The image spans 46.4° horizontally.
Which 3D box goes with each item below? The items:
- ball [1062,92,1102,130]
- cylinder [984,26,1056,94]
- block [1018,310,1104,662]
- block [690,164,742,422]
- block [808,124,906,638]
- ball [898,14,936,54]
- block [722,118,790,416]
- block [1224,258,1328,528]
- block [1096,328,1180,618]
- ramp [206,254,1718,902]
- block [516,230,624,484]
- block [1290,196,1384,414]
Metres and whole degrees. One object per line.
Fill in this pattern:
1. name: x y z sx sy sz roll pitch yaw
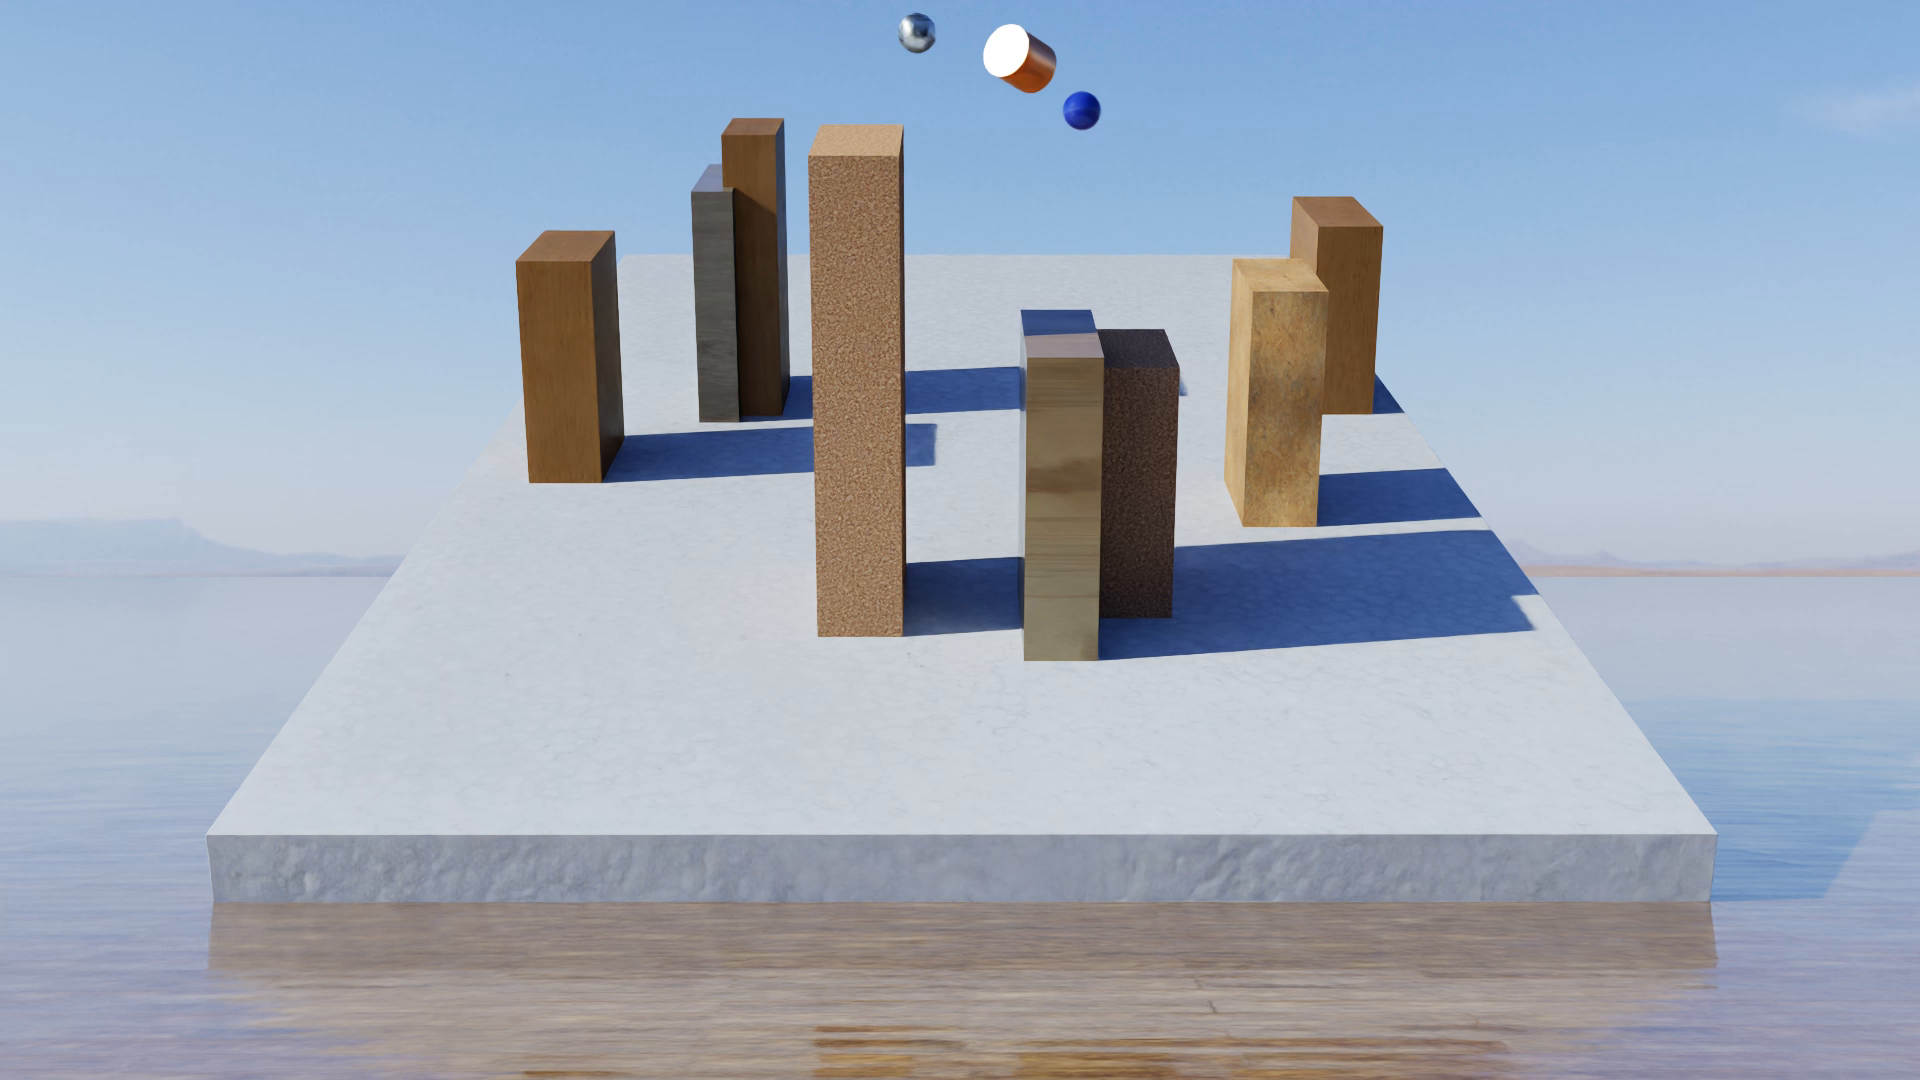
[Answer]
1. ball: 0.356 -1.255 6.549 0.113 0.113 0.113 0 -1 0
2. cylinder: 0.179 -1.430 6.666 0.157 0.157 0.157 -1 -10 35
3. block: 0.160 -0.096 3.644 0.117 0.495 0.340 0 18 0
4. block: -0.530 -0.560 5.029 0.087 0.509 0.387 0 18 0
5. block: -0.164 -0.268 3.704 0.139 0.784 0.350 0 18 0
6. ball: -0.127 -1.509 6.671 0.116 0.116 0.116 0 -1 0
7. block: -0.454 -0.614 5.014 0.115 0.620 0.274 0 18 0
8. block: 0.602 -0.287 4.296 0.138 0.451 0.310 0 18 0
9. block: 0.281 -0.118 3.814 0.146 0.430 0.278 0 18 0
10. ramp: -0.004 -0.189 4.877 2.000 0.100 4.000 0 18 0
11. block: -0.790 -0.379 4.572 0.146 0.450 0.331 0 18 0
12. block: 0.848 -0.541 5.117 0.141 0.422 0.392 0 18 0
